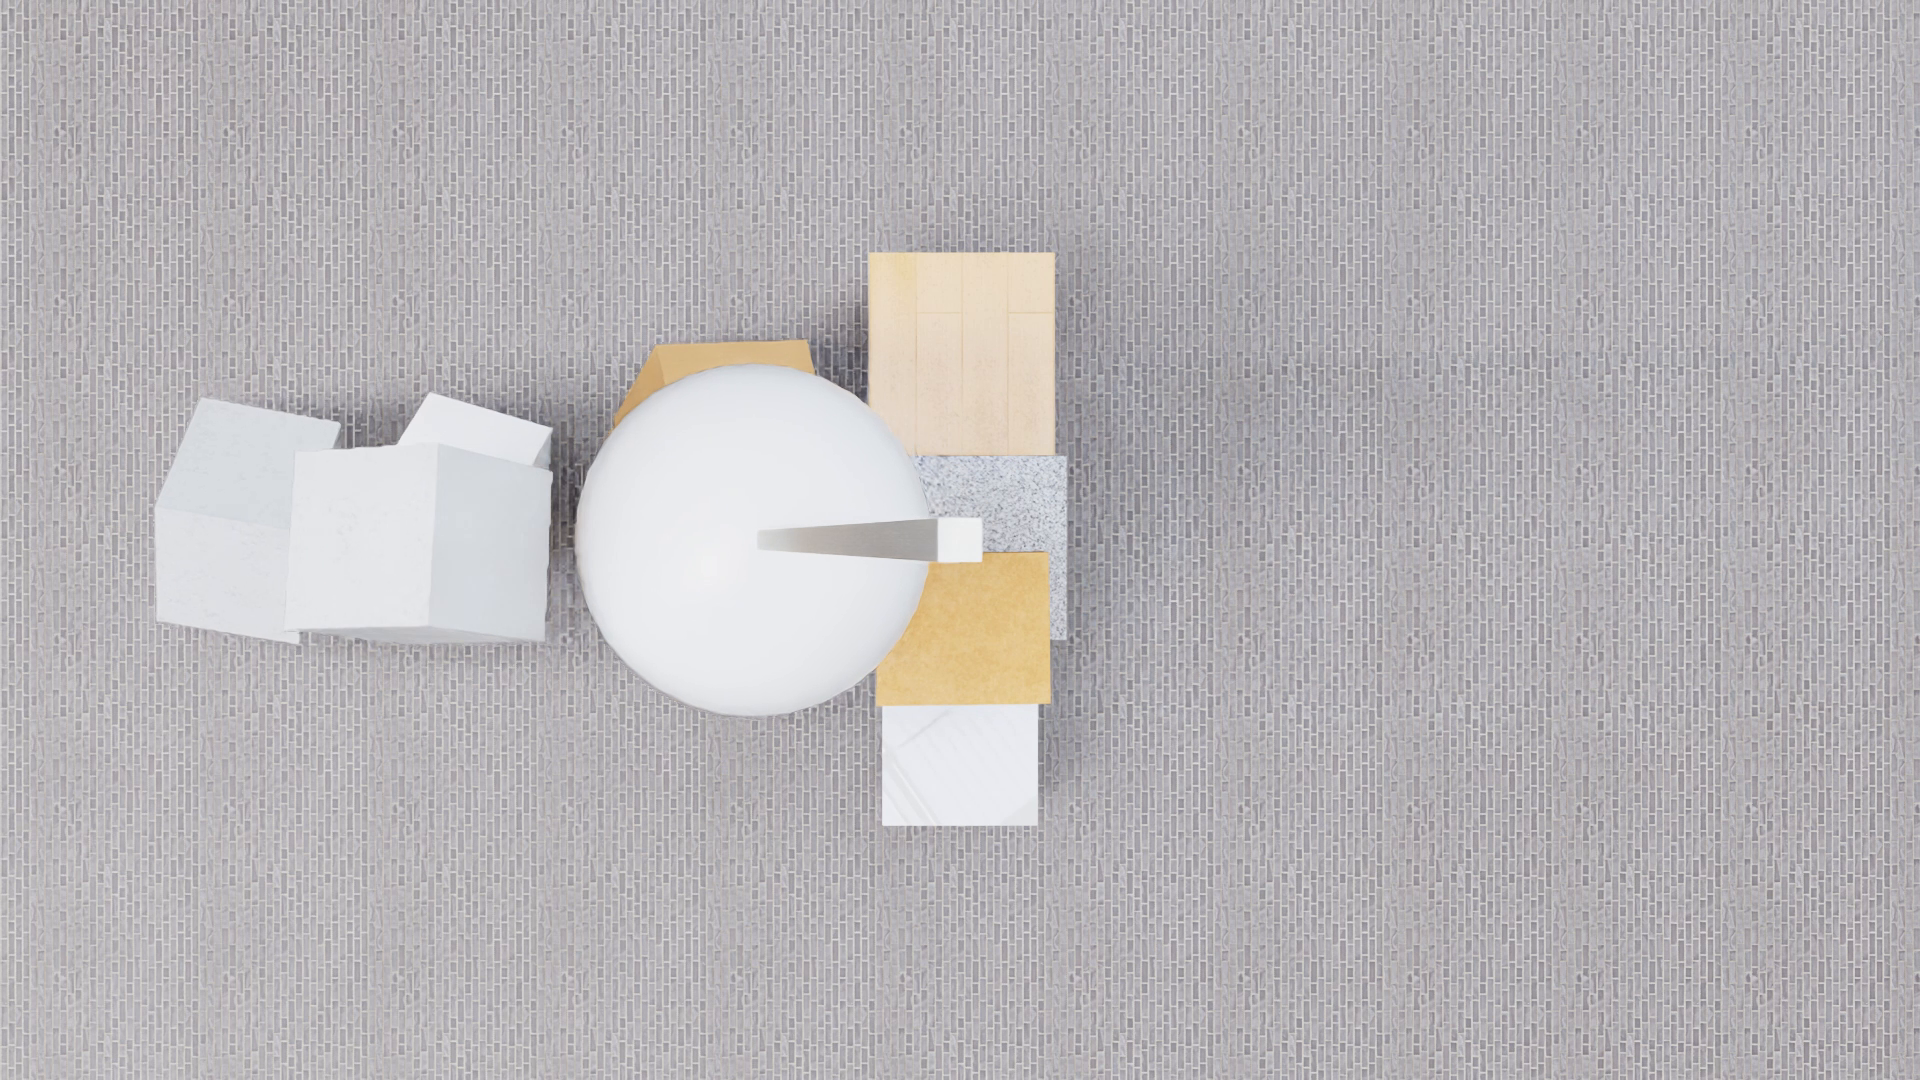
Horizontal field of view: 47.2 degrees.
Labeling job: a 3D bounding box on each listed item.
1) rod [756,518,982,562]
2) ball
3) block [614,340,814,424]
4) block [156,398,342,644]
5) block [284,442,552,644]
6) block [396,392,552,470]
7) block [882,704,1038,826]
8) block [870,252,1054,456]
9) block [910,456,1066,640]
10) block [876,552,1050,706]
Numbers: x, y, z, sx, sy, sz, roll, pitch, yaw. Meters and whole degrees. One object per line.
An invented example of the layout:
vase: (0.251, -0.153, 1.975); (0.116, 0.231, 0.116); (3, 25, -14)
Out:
rod: (-0.403, 0.000, 6.571); (0.080, 5.200, 0.080); (0, 90, -9)
ball: (-0.930, 0.000, 9.930); (1.600, 1.600, 1.600); (0, 90, 0)
block: (-1.297, -0.485, 12.109); (0.861, 0.909, 0.886); (-5, 69, -26)
block: (-3.967, -0.107, 12.291); (0.770, 0.911, 0.876); (10, 132, -8)
block: (-2.304, 0.035, 9.417); (0.755, 0.773, 0.747); (-2, 82, 26)
block: (-2.814, -0.194, 12.425); (0.728, 0.816, 0.777); (16, 135, 2)
block: (0.000, 1.055, 12.531); (0.852, 0.937, 1.022); (0, 90, 0)
block: (0.011, -1.014, 12.495); (1.012, 1.010, 1.106); (0, 90, 0)
block: (0.010, 0.043, 12.390); (1.121, 1.221, 0.985); (0, 90, 0)
block: (0.013, 0.446, 11.382); (0.871, 0.795, 0.758); (-1, 90, 0)
